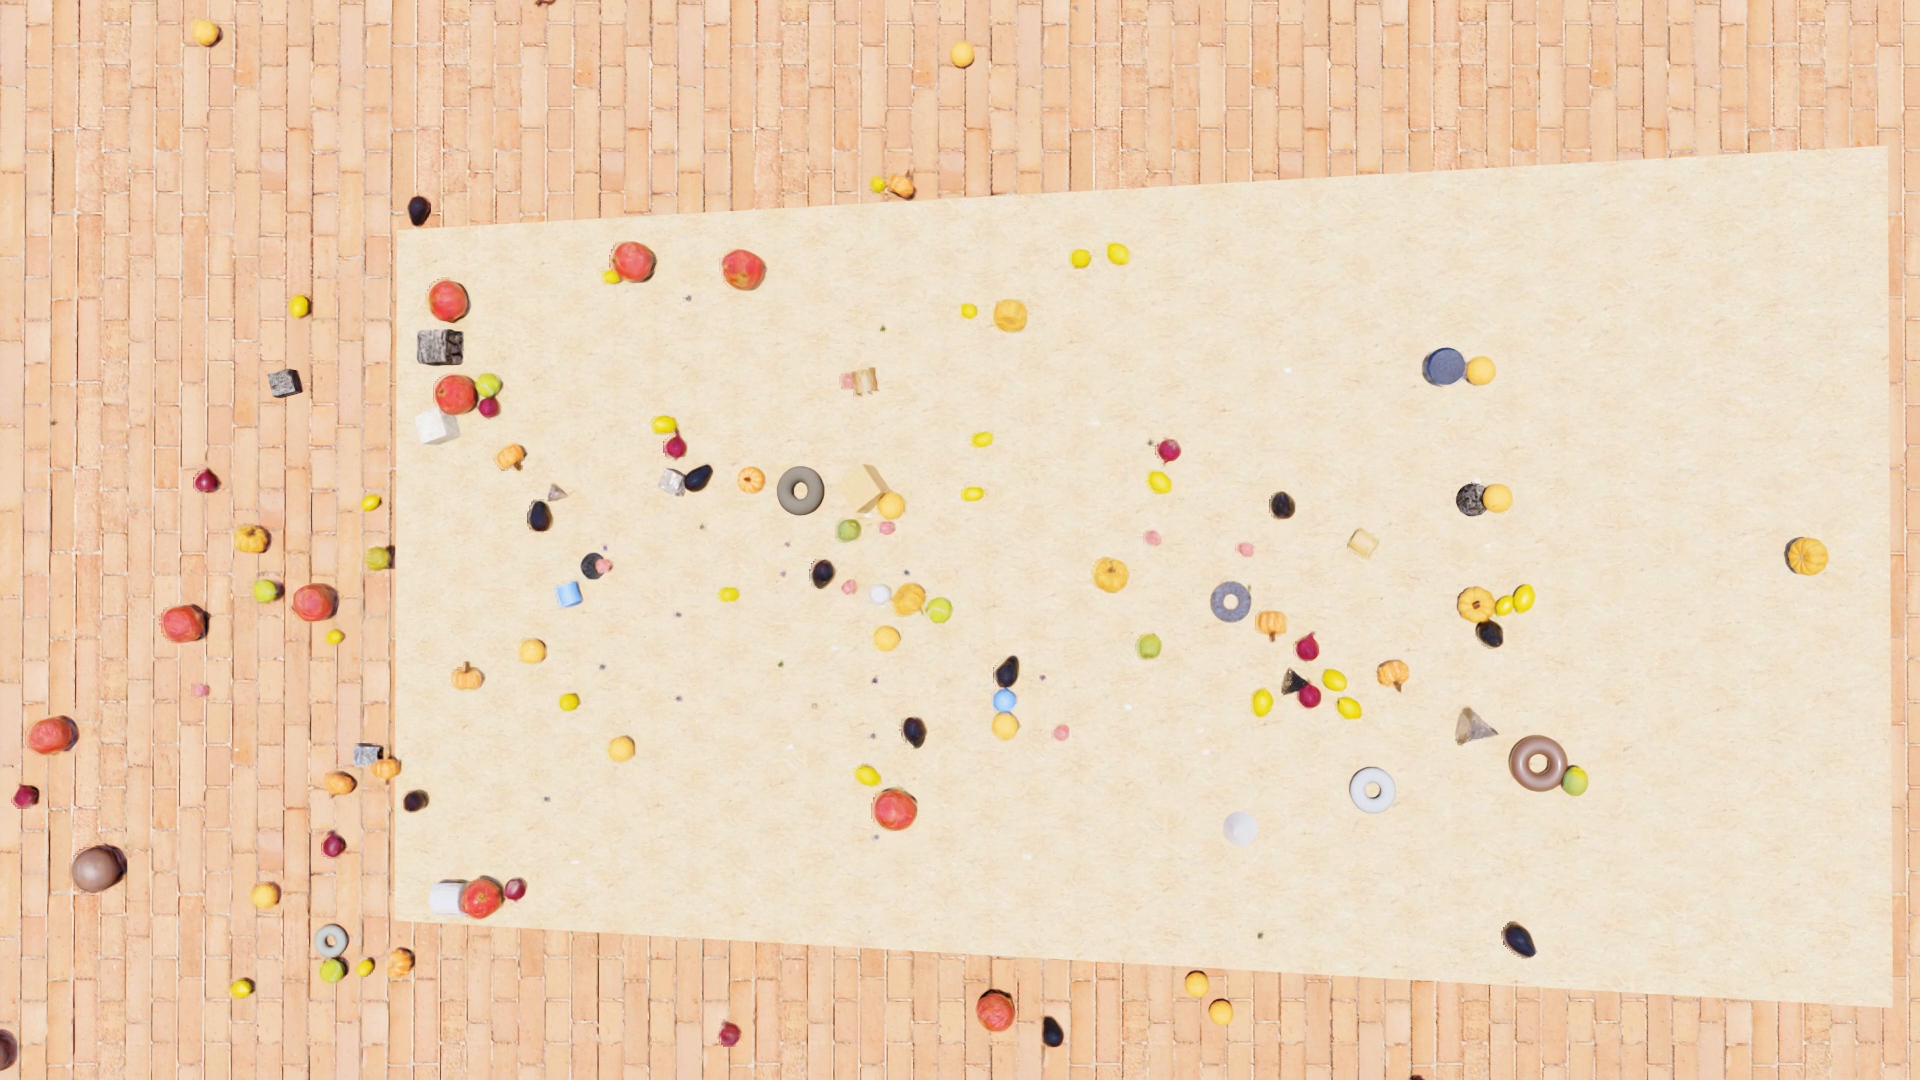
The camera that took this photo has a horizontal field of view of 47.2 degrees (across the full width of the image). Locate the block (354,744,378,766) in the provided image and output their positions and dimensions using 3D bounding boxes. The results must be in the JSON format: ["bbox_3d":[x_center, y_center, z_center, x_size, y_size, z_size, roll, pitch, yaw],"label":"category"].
[{"bbox_3d":[-1.735,0.628,6.421,0.054,0.054,0.054,5,91,-33],"label":"block"}]

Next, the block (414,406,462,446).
[{"bbox_3d":[-1.492,-0.325,6.286,0.084,0.084,0.084,-18,84,17],"label":"block"}]

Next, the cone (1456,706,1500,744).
[{"bbox_3d":[1.275,0.464,5.369,0.096,0.096,0.096,13,89,-8],"label":"cone"}]

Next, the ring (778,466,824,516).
[{"bbox_3d":[-0.432,-0.133,5.949,0.135,0.045,0.135,-1,88,18],"label":"ring"}]

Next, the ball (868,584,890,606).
[{"bbox_3d":[-0.214,0.145,5.862,0.060,0.060,0.060,0,89,0],"label":"ball"}]

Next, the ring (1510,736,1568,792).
[{"bbox_3d":[1.402,0.542,5.325,0.137,0.046,0.137,-1,88,18],"label":"ring"}]

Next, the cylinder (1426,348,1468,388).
[{"bbox_3d":[1.194,-0.422,5.383,0.092,0.092,0.092,0,89,19],"label":"cylinder"}]

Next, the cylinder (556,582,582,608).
[{"bbox_3d":[-1.094,0.154,6.159,0.059,0.059,0.059,-19,83,0],"label":"cylinder"}]

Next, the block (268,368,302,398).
[{"bbox_3d":[-1.978,-0.458,6.440,0.068,0.068,0.068,-15,89,0],"label":"block"}]

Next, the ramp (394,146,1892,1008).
[{"bbox_3d":[0.277,0.092,5.784,4.000,0.100,2.000,0,89,19],"label":"ramp"}]

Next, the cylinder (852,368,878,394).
[{"bbox_3d":[-0.254,-0.425,5.880,0.062,0.062,0.062,-11,92,0],"label":"cylinder"}]

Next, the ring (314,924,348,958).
[{"bbox_3d":[-1.841,1.173,6.436,0.097,0.032,0.097,0,88,1],"label":"ring"}]

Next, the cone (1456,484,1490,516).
[{"bbox_3d":[1.248,-0.099,5.365,0.083,0.083,0.083,0,89,19],"label":"cone"}]

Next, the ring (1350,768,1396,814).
[{"bbox_3d":[1.024,0.622,5.454,0.115,0.038,0.115,0,89,20],"label":"ring"}]

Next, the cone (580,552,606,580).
[{"bbox_3d":[-1.041,0.073,6.132,0.078,0.078,0.078,0,89,19],"label":"cone"}]

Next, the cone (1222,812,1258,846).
[{"bbox_3d":[0.696,0.732,5.535,0.089,0.089,0.089,0,89,19],"label":"cone"}]

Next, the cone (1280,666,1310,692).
[{"bbox_3d":[0.853,0.362,5.518,0.071,0.071,0.071,22,89,-20],"label":"cone"}]

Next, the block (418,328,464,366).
[{"bbox_3d":[-1.485,-0.550,6.282,0.092,0.092,0.092,-1,89,19],"label":"block"}]

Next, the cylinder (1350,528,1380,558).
[{"bbox_3d":[1.004,0.008,5.460,0.055,0.055,0.055,35,89,16],"label":"cylinder"}]

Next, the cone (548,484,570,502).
[{"bbox_3d":[-1.127,-0.128,6.191,0.058,0.058,0.058,13,89,-8],"label":"cone"}]

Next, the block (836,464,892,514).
[{"bbox_3d":[-0.255,-0.136,5.864,0.092,0.092,0.092,-37,78,15],"label":"block"}]

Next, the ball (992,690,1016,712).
[{"bbox_3d":[0.117,0.421,5.748,0.062,0.062,0.062,0,89,0],"label":"ball"}]

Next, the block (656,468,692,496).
[{"bbox_3d":[-0.787,-0.159,6.061,0.058,0.058,0.058,27,98,17],"label":"block"}]

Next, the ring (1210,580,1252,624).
[{"bbox_3d":[0.686,0.157,5.575,0.108,0.036,0.108,-1,88,19],"label":"ring"}]

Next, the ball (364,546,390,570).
[{"bbox_3d":[-1.682,0.053,6.352,0.072,0.072,0.072,0,89,0],"label":"ball"}]

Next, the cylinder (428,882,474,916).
[{"bbox_3d":[-1.445,1.019,6.248,0.090,0.090,0.090,-1,89,21],"label":"cylinder"}]
